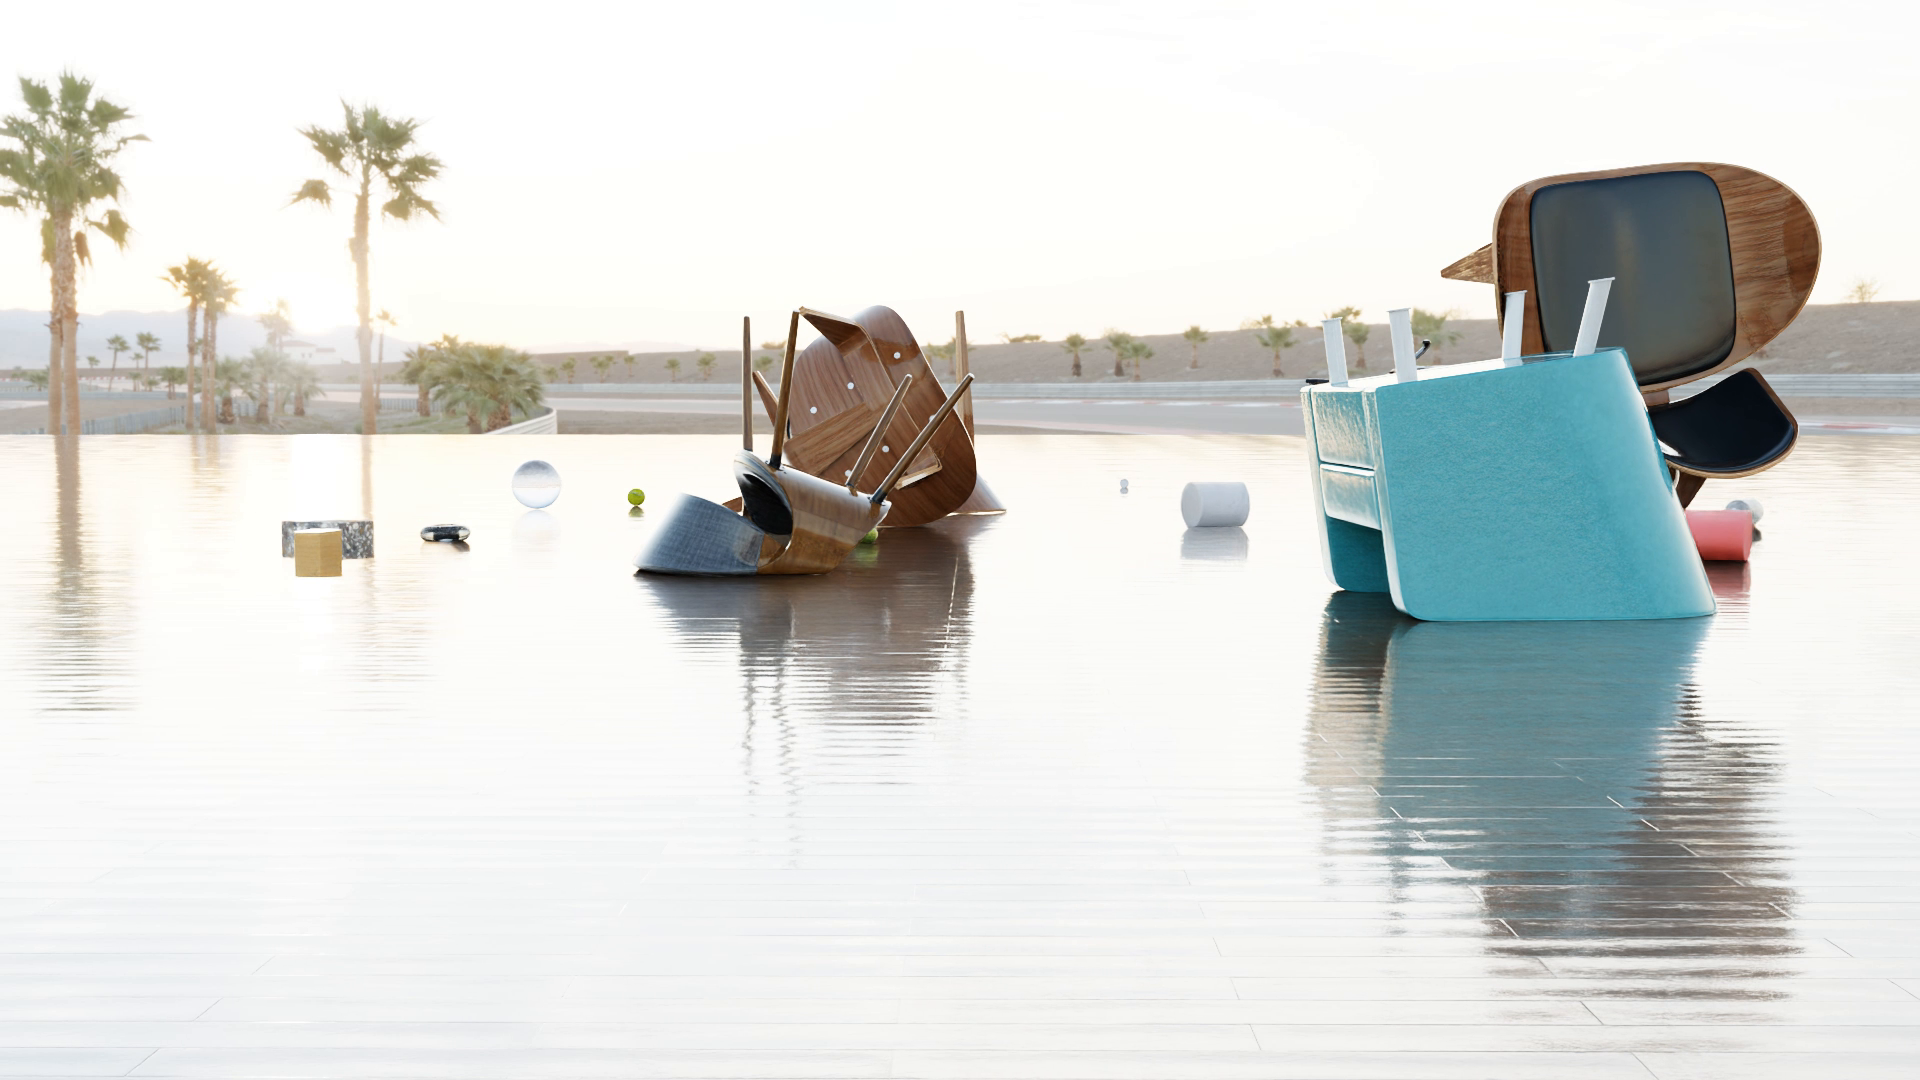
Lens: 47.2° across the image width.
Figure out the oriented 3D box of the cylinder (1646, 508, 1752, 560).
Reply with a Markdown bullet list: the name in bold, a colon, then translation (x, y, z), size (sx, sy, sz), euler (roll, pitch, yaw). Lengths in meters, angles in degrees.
- **cylinder**: translation (1.955, -0.015, 5.813), size (0.241, 0.129, 0.252), euler (2, 9, 25)

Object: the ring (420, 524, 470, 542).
- **ring**: translation (-1.522, -0.021, 6.505), size (0.144, 0.049, 0.159), euler (1, 5, 18)

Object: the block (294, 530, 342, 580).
- **block**: translation (-1.530, 0.033, 5.244), size (0.069, 0.111, 0.094), euler (1, 4, 16)

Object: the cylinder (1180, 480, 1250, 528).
- **cylinder**: translation (0.829, -0.117, 7.152), size (0.175, 0.150, 0.155), euler (-2, 15, -22)

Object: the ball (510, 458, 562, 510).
- **ball**: translation (-1.583, -0.209, 8.220), size (0.188, 0.188, 0.188), euler (0, 4, 0)

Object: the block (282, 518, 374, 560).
- **block**: translation (-1.685, -0.003, 5.863), size (0.209, 0.099, 0.127), euler (2, 4, 29)
